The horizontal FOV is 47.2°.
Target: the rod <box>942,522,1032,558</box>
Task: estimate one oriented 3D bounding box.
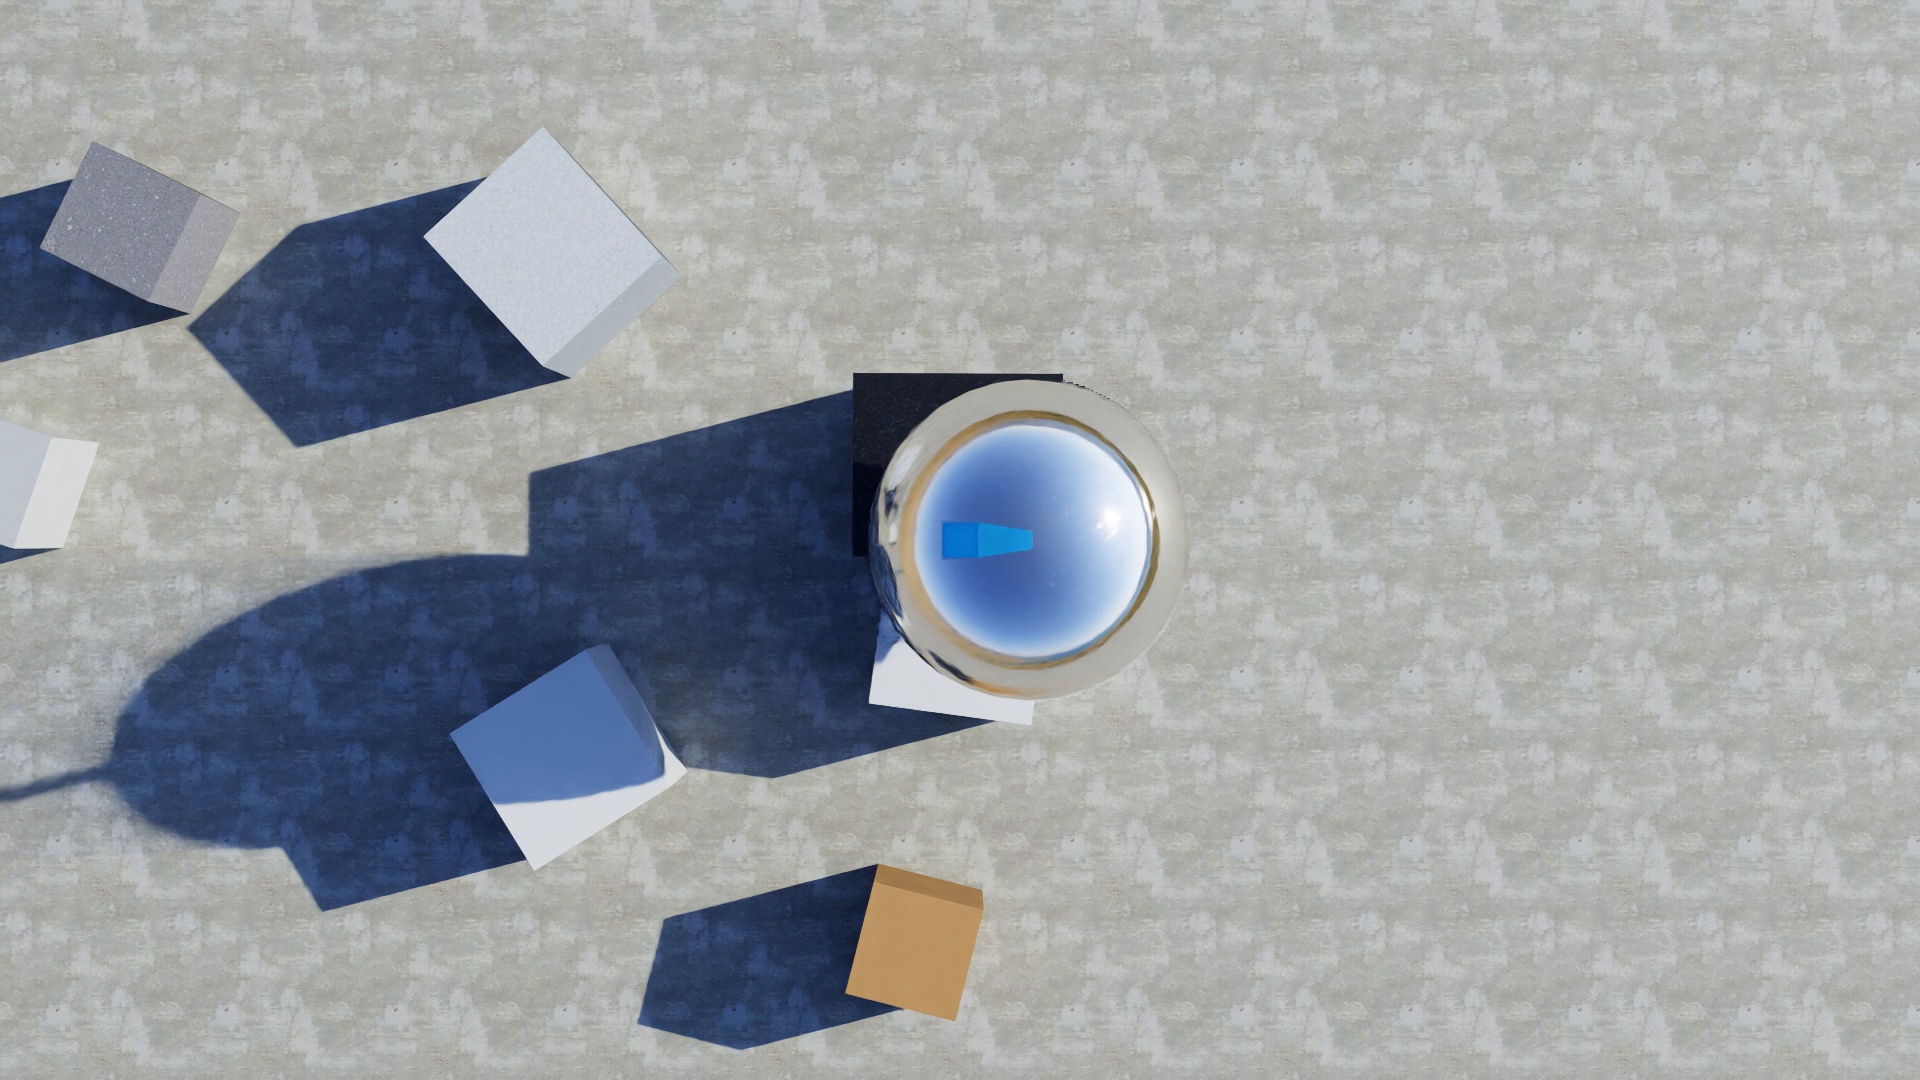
[{"bbox_3d":[0.147,0.000,7.552,0.080,5.200,0.080,0,90,3],"label":"rod"}]

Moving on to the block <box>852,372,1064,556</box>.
[{"bbox_3d":[-0.012,-0.407,12.456,1.138,1.087,0.994,0,90,0],"label":"block"}]

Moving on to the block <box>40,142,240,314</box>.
[{"bbox_3d":[-4.702,-1.786,12.656,0.676,0.688,0.667,26,90,0],"label":"block"}]

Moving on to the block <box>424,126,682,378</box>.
[{"bbox_3d":[-2.297,-1.617,12.552,0.894,0.895,0.969,-43,90,0],"label":"block"}]

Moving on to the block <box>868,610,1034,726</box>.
[{"bbox_3d":[-0.003,0.574,12.586,0.908,0.829,0.789,8,90,0],"label":"block"}]

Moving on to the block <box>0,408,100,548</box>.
[{"bbox_3d":[-5.546,-0.386,12.659,0.742,0.683,0.659,19,90,0],"label":"block"}]

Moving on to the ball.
[{"bbox_3d":[0.339,0.000,10.947,1.600,1.600,1.600,0,90,0],"label":"ball"}]

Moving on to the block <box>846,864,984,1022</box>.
[{"bbox_3d":[-0.254,2.303,12.650,0.635,0.700,0.644,14,90,0],"label":"block"}]

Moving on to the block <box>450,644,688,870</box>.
[{"bbox_3d":[-2.224,1.224,12.612,0.888,0.777,0.897,-32,90,0],"label":"block"}]
